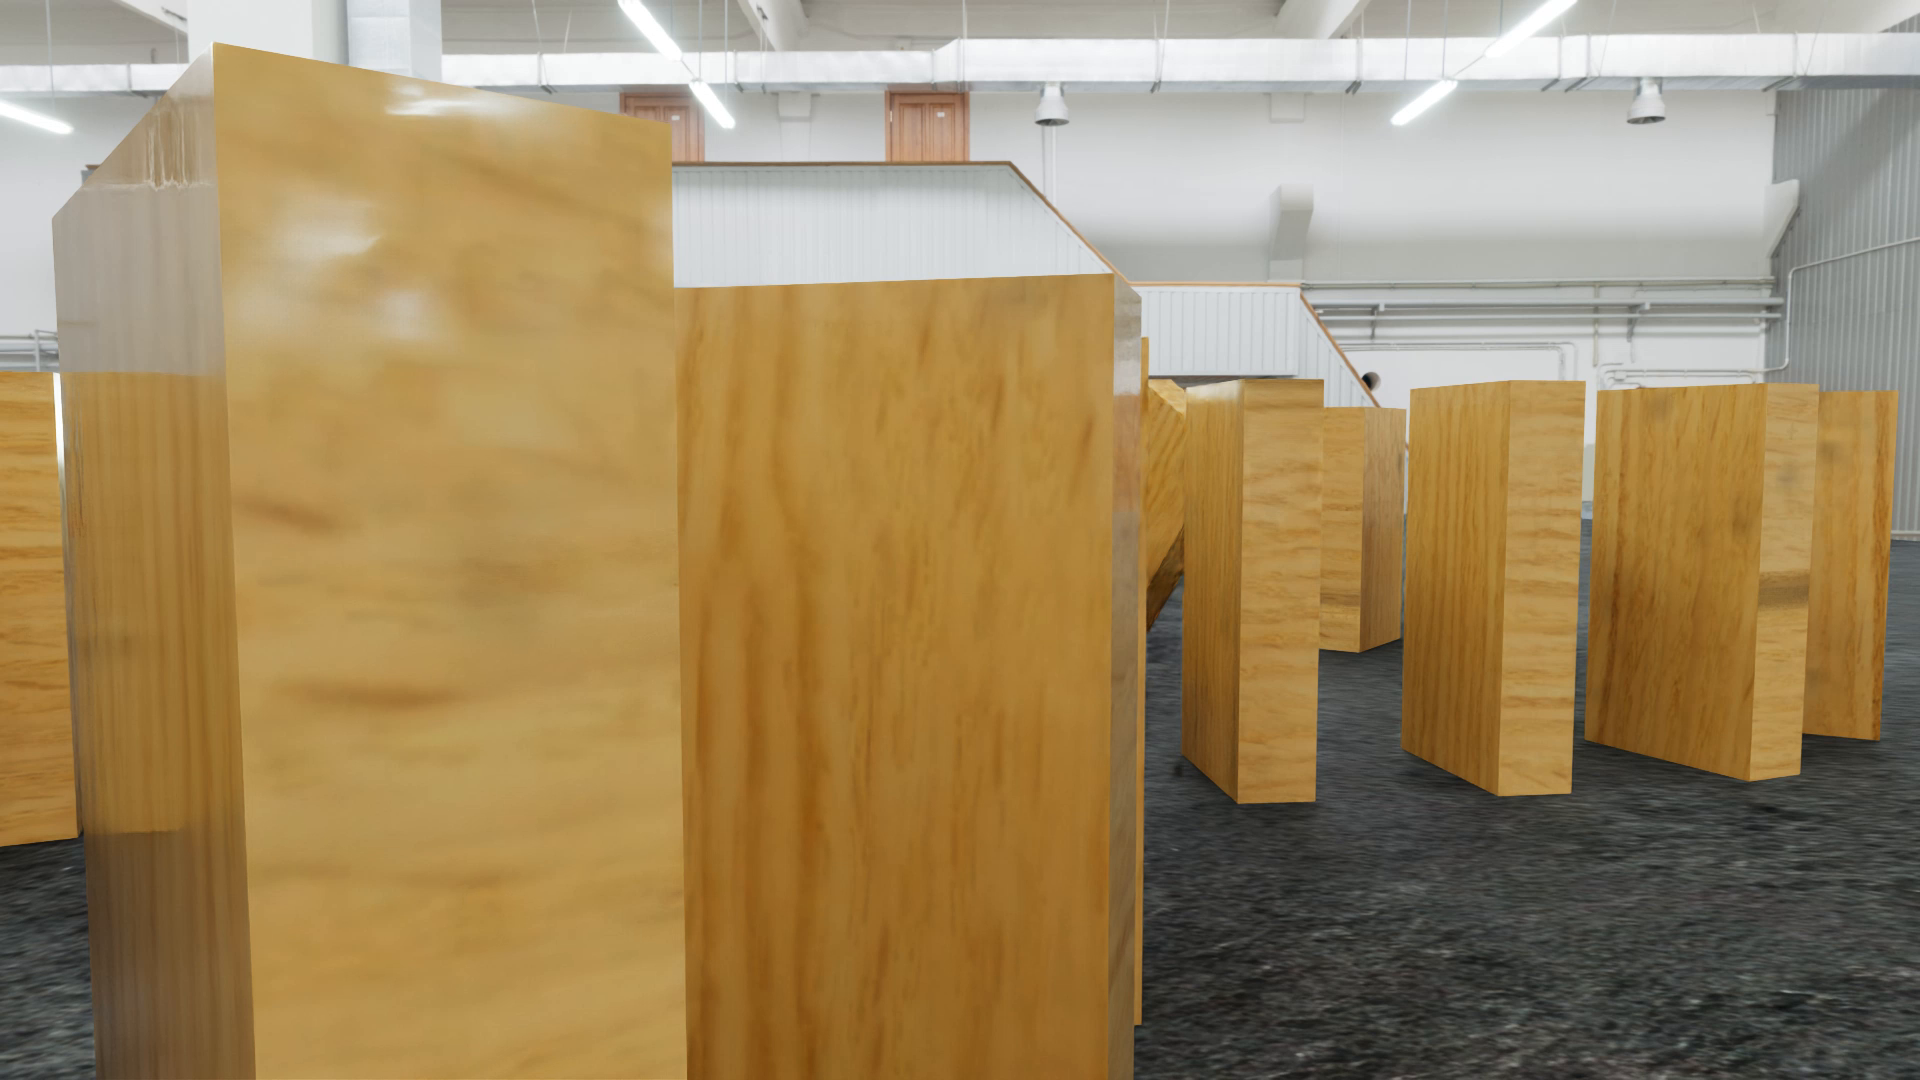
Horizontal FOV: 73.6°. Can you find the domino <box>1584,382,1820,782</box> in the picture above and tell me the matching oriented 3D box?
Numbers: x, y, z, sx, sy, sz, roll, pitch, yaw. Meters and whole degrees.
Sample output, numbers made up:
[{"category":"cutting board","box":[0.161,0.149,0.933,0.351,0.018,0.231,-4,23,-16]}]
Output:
[{"category":"domino","box":[0.099,0.005,0.173,0.009,0.050,0.025,-2,5,-23]}]

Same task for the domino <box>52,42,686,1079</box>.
[{"category":"domino","box":[-0.019,0.015,0.038,0.010,0.050,0.025,-4,6,-41]}]

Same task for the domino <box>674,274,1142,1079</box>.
[{"category":"domino","box":[-0.004,0.013,0.066,0.025,0.050,0.009,1,4,15]}]

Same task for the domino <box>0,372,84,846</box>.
[{"category":"domino","box":[-0.105,0.007,0.146,0.009,0.050,0.025,-2,5,-27]}]

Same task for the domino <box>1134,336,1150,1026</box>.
[{"category":"domino","box":[0.001,0.010,0.098,0.025,0.050,0.009,0,4,3]}]

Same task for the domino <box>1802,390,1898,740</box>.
[{"category":"domino","box":[0.124,0.003,0.193,0.025,0.050,0.010,3,5,31]}]

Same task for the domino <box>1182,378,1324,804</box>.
[{"category":"domino","box":[0.036,0.005,0.163,0.009,0.050,0.025,0,4,-6]}]

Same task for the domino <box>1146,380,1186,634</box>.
[{"category":"domino","box":[0.038,-0.005,0.266,0.009,0.050,0.025,-6,42,-41]}]

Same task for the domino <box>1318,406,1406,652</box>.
[{"category":"domino","box":[0.085,-0.003,0.273,0.009,0.050,0.025,3,5,37]}]

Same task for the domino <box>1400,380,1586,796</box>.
[{"category":"domino","box":[0.068,0.005,0.166,0.009,0.050,0.025,-1,4,-7]}]
